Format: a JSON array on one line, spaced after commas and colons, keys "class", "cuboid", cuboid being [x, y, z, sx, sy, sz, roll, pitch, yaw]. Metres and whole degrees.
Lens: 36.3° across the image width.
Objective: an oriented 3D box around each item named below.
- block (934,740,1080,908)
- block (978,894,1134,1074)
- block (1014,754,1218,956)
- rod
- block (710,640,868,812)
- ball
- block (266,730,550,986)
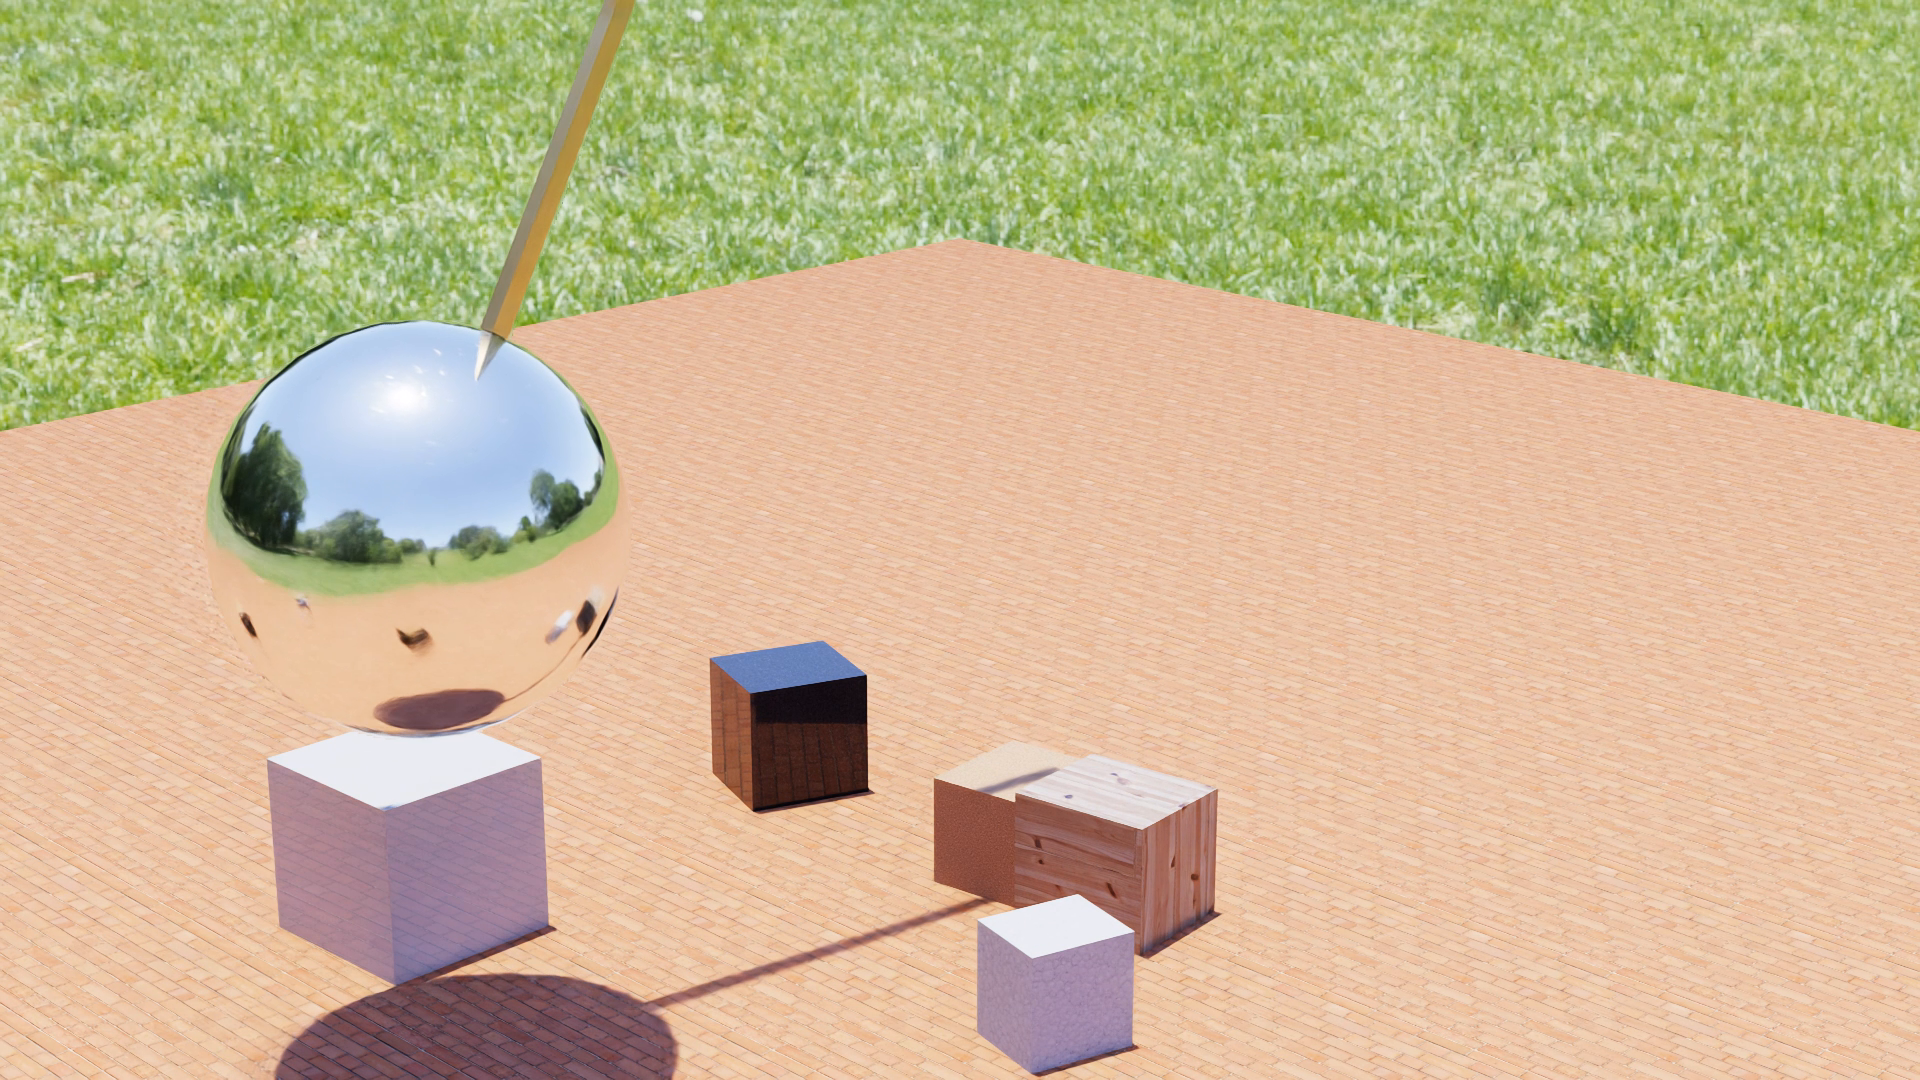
[{"class": "block", "cuboid": [0.265, 1.293, 13.381, 0.507, 0.509, 0.596, 13, 22, 36]}, {"class": "block", "cuboid": [0.383, 1.785, 11.824, 0.482, 0.504, 0.417, -10, 20, -29]}, {"class": "block", "cuboid": [0.689, 1.381, 12.969, 0.676, 0.589, 0.586, 13, 22, 36]}, {"class": "rod", "cuboid": [-0.892, -3.226, 11.393, 0.080, 5.200, 0.080, 17, -5, 42]}, {"class": "block", "cuboid": [-0.843, 0.909, 14.435, 0.608, 0.610, 0.554, -8, 19, -24]}, {"class": "ball", "cuboid": [-2.059, -0.040, 11.171, 1.600, 1.600, 1.600, 0, 17, 0]}, {"class": "block", "cuboid": [-2.406, 1.323, 12.809, 0.854, 0.795, 0.826, 16, 23, 41]}]
